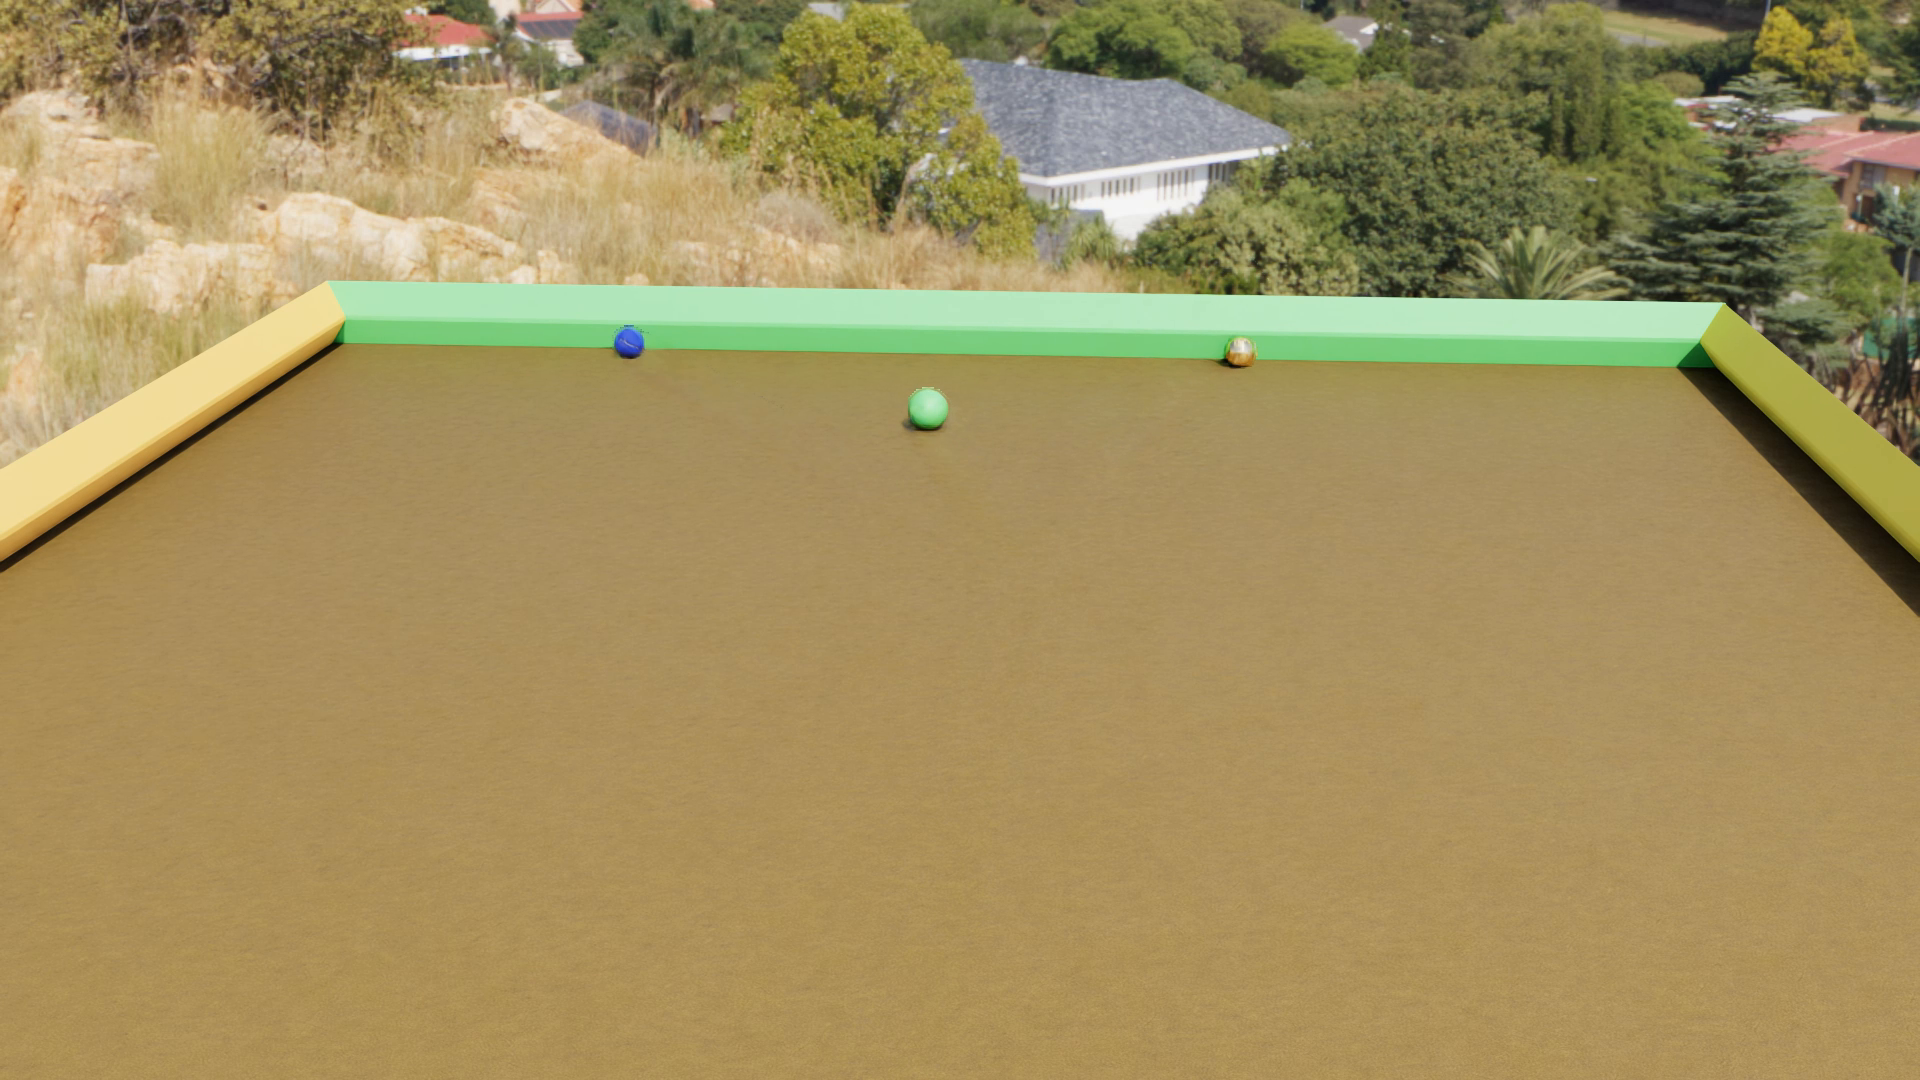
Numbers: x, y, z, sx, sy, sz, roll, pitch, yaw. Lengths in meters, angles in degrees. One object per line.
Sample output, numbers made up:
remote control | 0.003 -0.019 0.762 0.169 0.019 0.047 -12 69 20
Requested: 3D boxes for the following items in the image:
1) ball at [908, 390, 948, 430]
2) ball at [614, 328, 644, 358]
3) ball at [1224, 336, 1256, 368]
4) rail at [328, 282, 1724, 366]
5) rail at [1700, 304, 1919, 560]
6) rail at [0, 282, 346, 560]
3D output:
ball | -0.049 -0.200 3.368 0.062 0.062 0.062 0 18 0
ball | -0.573 -0.342 3.811 0.052 0.052 0.052 0 18 0
ball | 0.478 -0.321 3.749 0.052 0.052 0.052 0 18 0
rail | 0.083 -0.370 3.800 2.422 0.111 0.045 1 18 4
rail | 1.099 0.351 1.623 0.045 0.111 4.465 1 18 4
rail | -1.269 0.294 1.796 0.045 0.111 4.465 1 18 4
